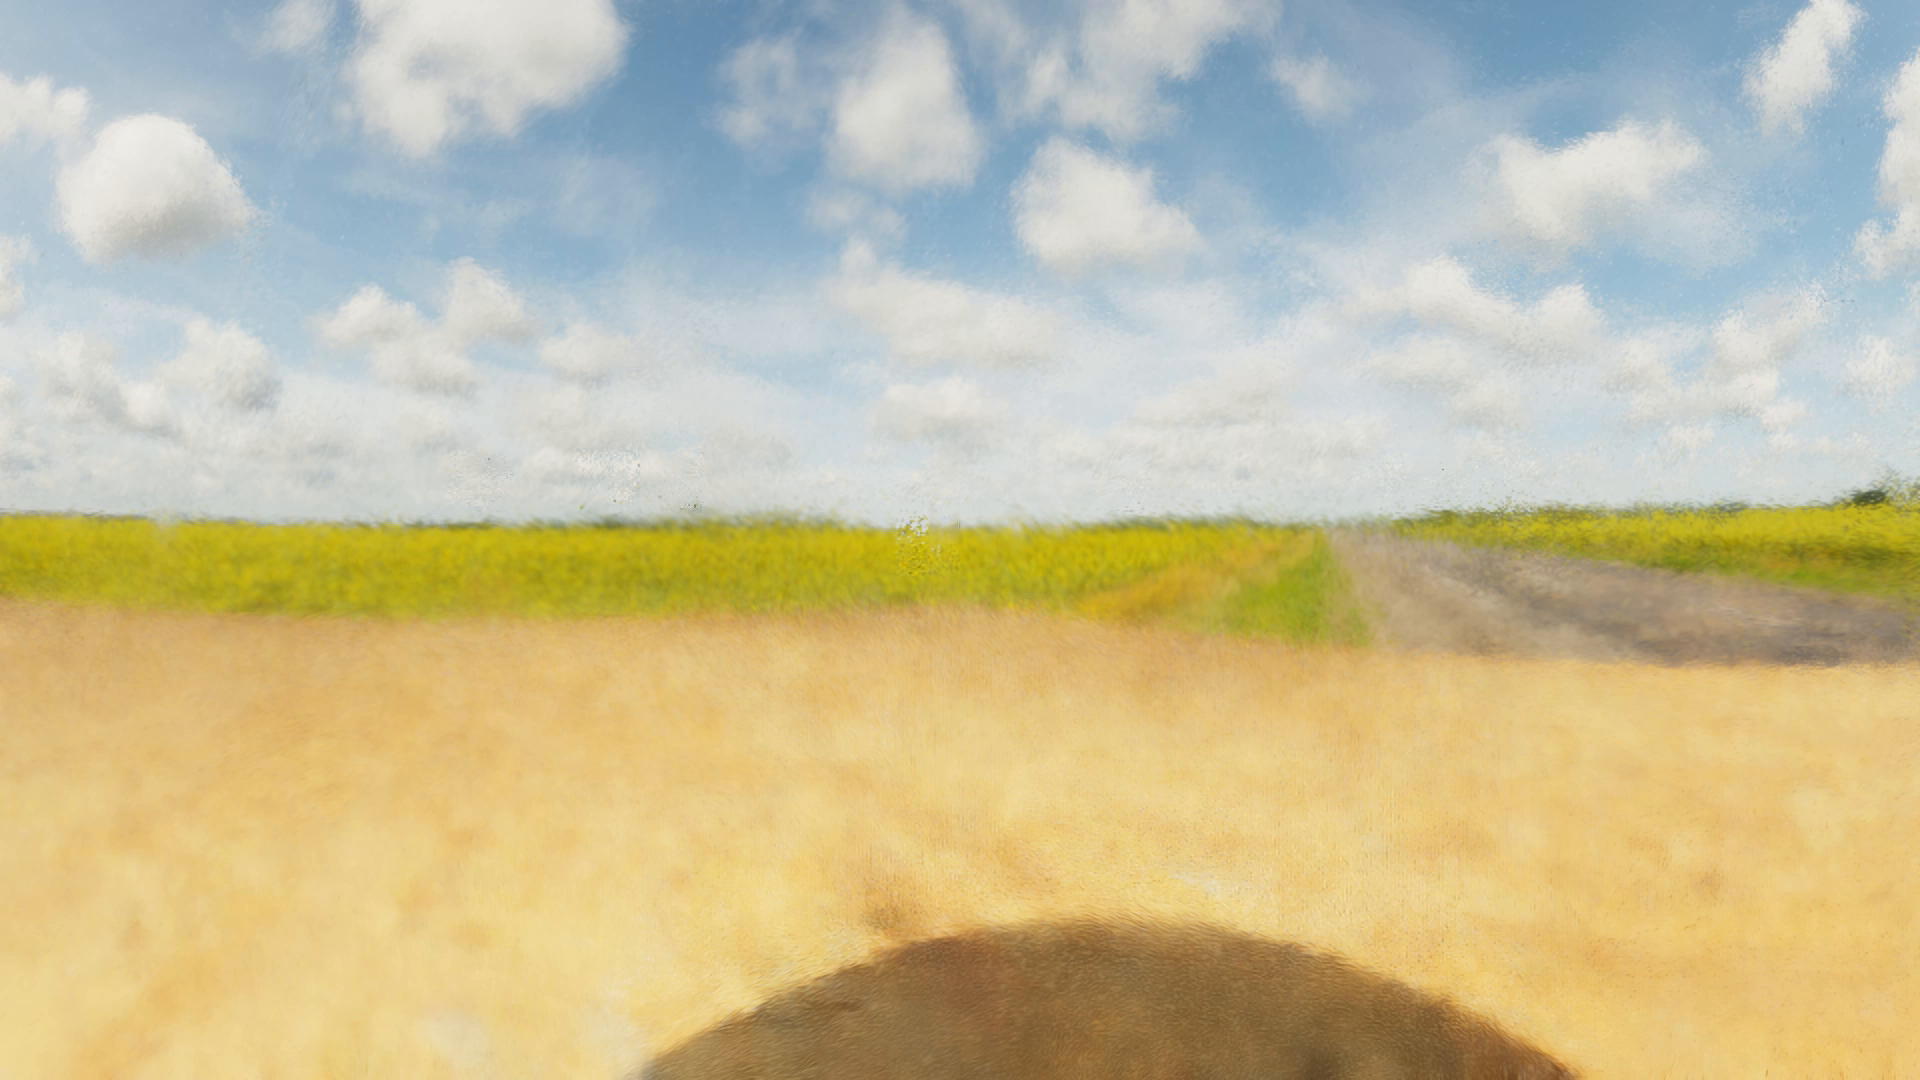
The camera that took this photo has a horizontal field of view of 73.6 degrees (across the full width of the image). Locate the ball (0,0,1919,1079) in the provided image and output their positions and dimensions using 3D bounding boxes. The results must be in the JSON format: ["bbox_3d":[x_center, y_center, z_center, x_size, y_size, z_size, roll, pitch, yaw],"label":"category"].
[{"bbox_3d":[0.000,-0.002,0.056,0.080,0.080,0.080,0,4,0],"label":"ball"}]
